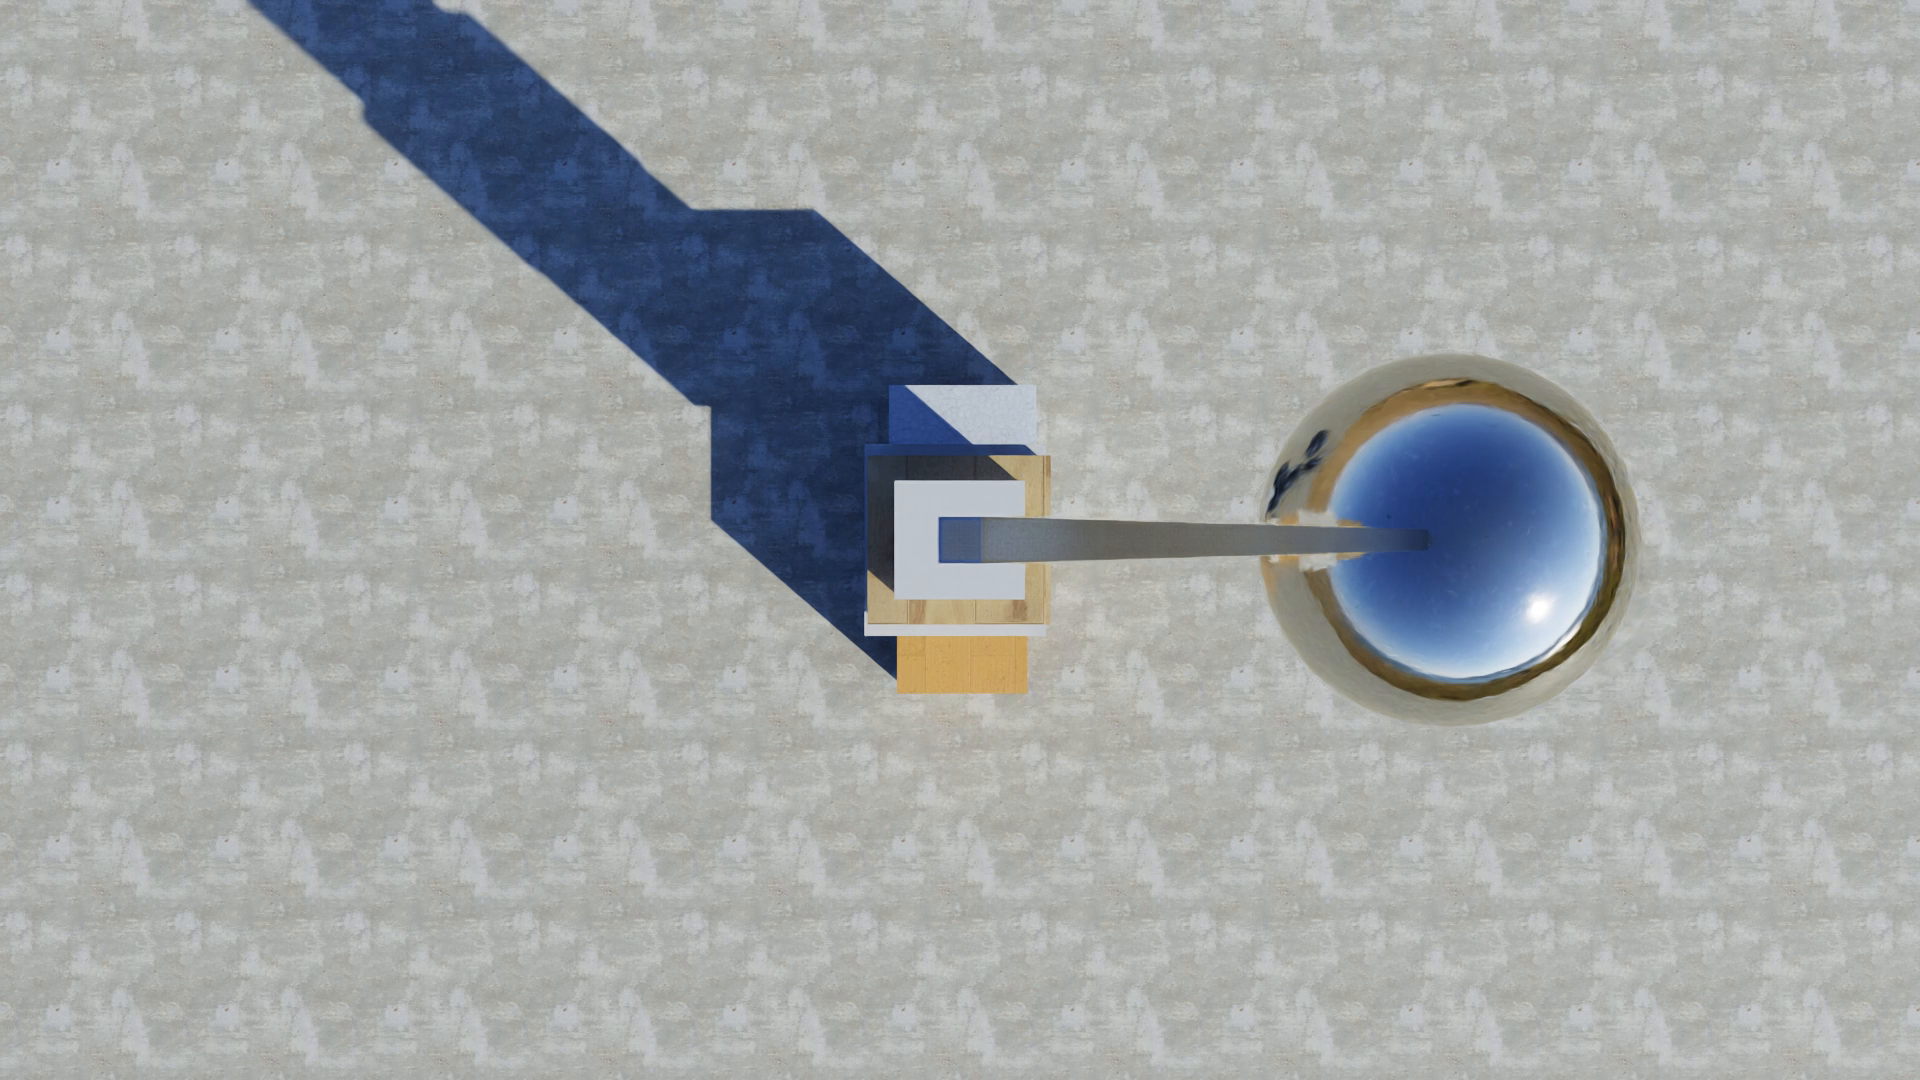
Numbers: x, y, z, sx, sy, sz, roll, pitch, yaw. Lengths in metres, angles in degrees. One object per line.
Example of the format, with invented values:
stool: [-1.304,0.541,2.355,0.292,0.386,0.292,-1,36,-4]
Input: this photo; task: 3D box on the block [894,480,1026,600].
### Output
block: [-0.001,0.000,7.829,0.452,0.446,0.411,0,90,0]

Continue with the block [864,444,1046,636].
block: [-0.019,0.000,9.047,0.713,0.808,0.753,0,90,0]

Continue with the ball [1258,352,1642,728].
ball: [2.074,0.000,9.393,1.600,1.600,1.600,0,90,0]

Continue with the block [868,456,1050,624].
block: [-0.003,0.000,8.347,0.670,0.591,0.620,0,90,0]

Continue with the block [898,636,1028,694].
block: [0.012,0.497,12.603,0.723,0.794,0.710,0,90,0]

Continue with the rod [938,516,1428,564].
rod: [0.899,0.000,6.203,0.080,5.200,0.080,0,90,20]

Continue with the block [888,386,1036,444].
block: [0.015,-0.360,12.549,0.810,0.902,0.984,0,90,0]
